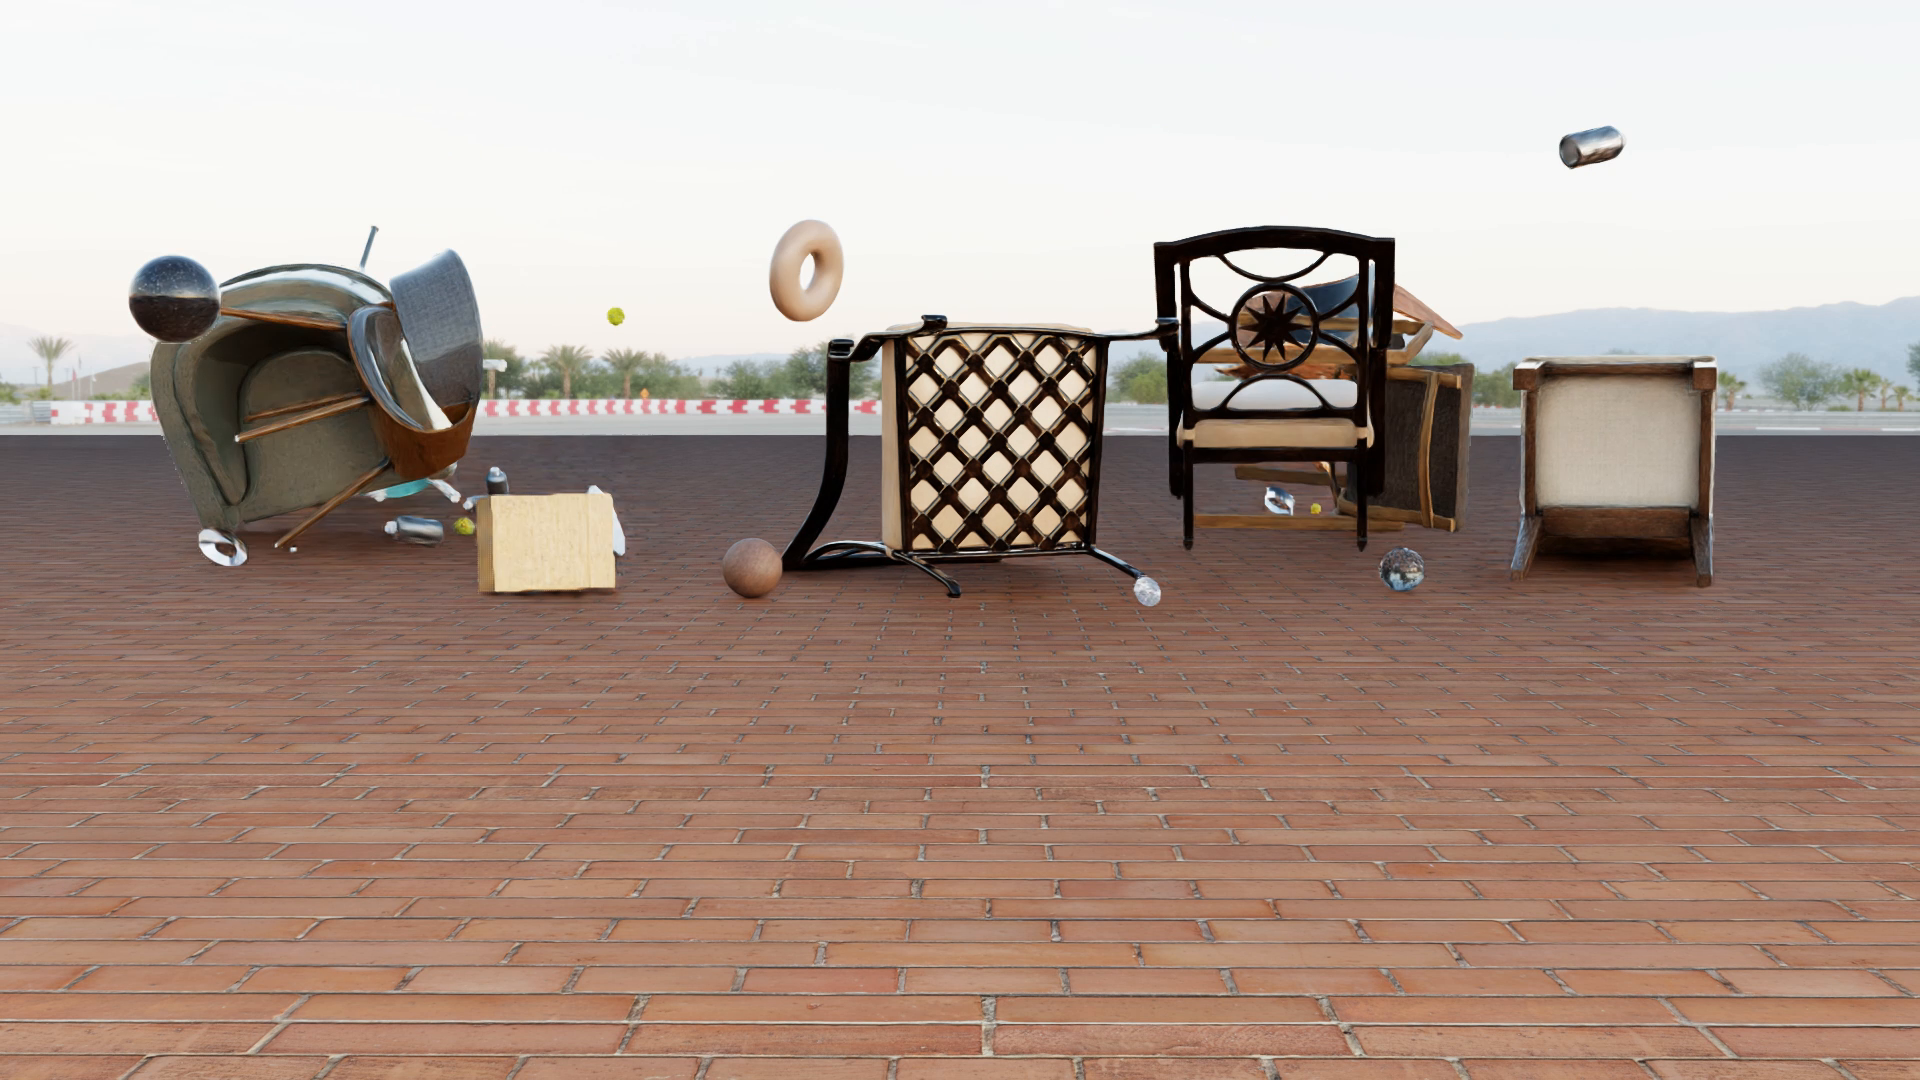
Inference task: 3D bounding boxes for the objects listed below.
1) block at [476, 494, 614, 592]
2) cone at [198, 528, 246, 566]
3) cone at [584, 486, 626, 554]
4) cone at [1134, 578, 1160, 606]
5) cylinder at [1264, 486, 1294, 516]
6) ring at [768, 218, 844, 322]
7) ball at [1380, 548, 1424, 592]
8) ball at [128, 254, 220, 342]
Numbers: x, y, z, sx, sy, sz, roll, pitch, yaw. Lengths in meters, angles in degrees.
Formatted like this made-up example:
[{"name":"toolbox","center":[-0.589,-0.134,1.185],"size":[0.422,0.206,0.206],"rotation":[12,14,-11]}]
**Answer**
[{"name":"block","center":[-0.901,0.007,4.774],"size":[0.258,0.202,0.179],"rotation":[-2,-1,-22]},{"name":"cone","center":[-1.827,0.013,5.486],"size":[0.130,0.083,0.189],"rotation":[34,-16,-21]},{"name":"cone","center":[-1.055,-0.008,5.974],"size":[0.223,0.211,0.180],"rotation":[-25,-19,10]},{"name":"cone","center":[0.389,0.121,4.585],"size":[0.054,0.038,0.082],"rotation":[0,47,-6]},{"name":"cylinder","center":[1.121,-0.135,7.714],"size":[0.111,0.058,0.066],"rotation":[31,40,-9]},{"name":"ring","center":[-0.403,-0.708,5.782],"size":[0.074,0.275,0.279],"rotation":[17,-3,32]},{"name":"ball","center":[0.979,0.066,4.868],"size":[0.098,0.098,0.098],"rotation":[0,4,0]},{"name":"ball","center":[-1.653,-0.509,4.627],"size":[0.185,0.185,0.185],"rotation":[0,4,0]}]
